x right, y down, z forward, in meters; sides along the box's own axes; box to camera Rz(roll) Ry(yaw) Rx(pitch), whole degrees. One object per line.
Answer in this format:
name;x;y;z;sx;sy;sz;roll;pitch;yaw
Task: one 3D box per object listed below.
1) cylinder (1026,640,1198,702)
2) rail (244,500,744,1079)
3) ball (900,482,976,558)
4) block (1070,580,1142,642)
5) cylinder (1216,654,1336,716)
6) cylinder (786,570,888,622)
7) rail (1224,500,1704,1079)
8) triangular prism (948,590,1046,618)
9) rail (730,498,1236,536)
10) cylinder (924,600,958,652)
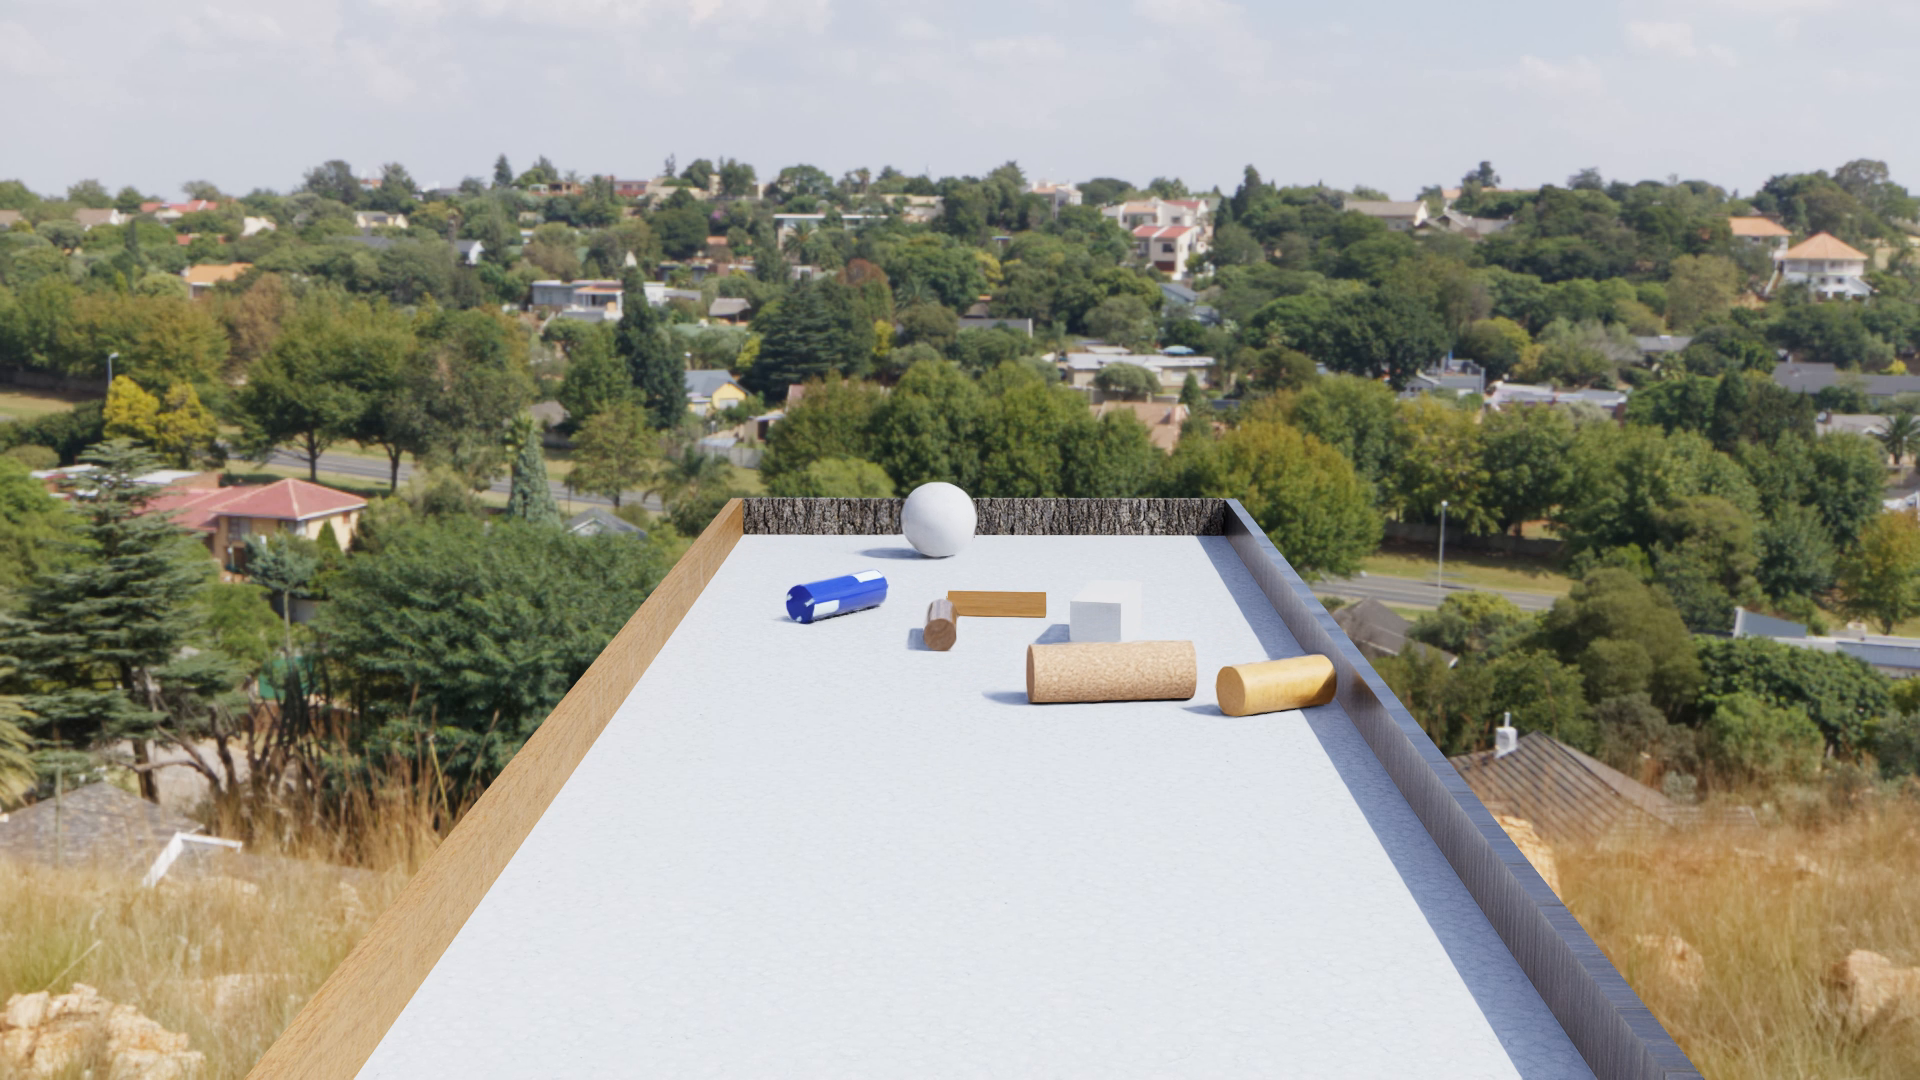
cylinder;0.423;0.368;6.167;0.457;0.164;0.164;-1;9;-7
rail;-1.004;0.839;3.234;0.050;0.150;12.000;0;9;1
ball;-0.085;-0.081;8.578;0.295;0.295;0.295;0;9;0
block;0.465;0.240;6.983;0.159;0.159;0.393;2;9;14
cylinder;0.870;0.399;6.050;0.310;0.139;0.139;-5;10;-28
cylinder;-0.412;0.188;7.417;0.126;0.126;0.381;7;11;37
rail;1.046;0.843;3.208;0.050;0.150;12.000;0;9;1
triangular prism;0.124;0.211;7.414;0.333;0.078;0.090;1;9;5
rail;0.099;-0.098;9.147;2.100;0.150;0.050;0;9;1
cylinder;-0.060;0.269;6.980;0.104;0.104;0.338;0;9;0
